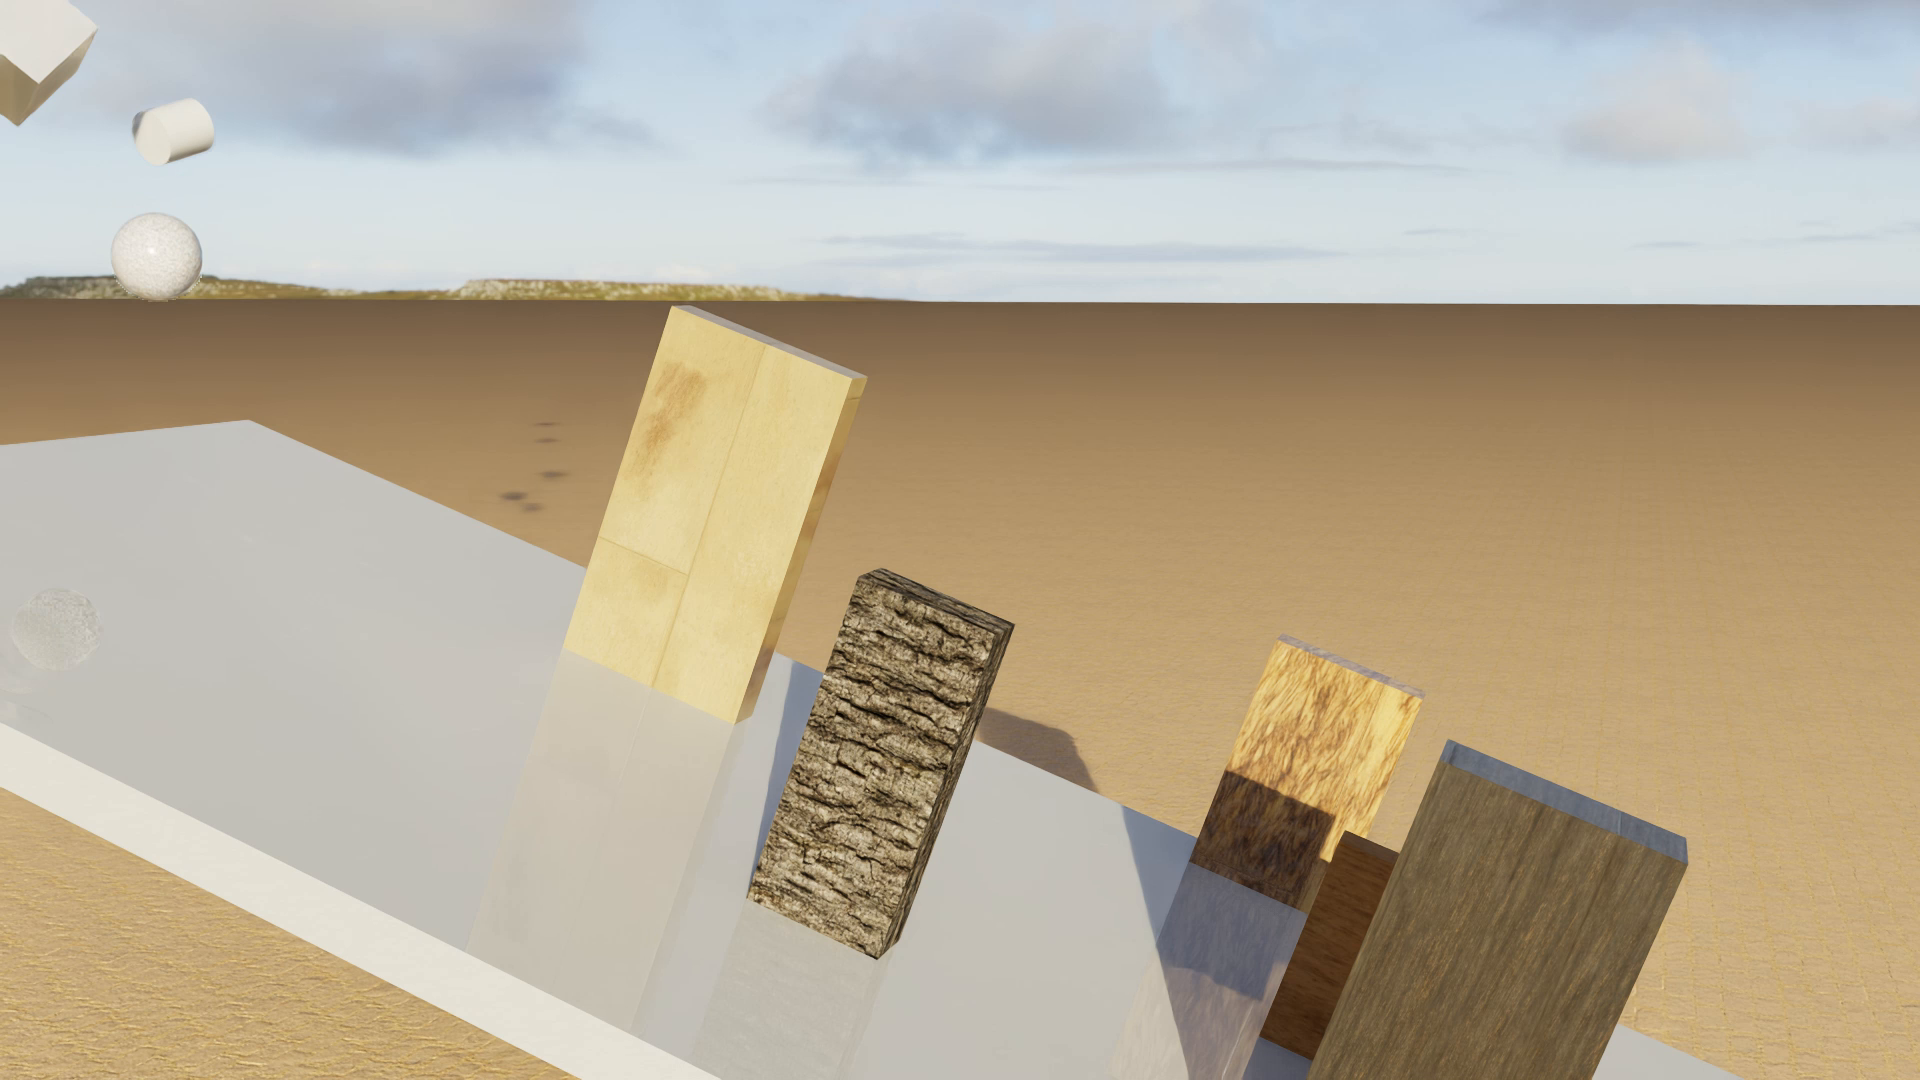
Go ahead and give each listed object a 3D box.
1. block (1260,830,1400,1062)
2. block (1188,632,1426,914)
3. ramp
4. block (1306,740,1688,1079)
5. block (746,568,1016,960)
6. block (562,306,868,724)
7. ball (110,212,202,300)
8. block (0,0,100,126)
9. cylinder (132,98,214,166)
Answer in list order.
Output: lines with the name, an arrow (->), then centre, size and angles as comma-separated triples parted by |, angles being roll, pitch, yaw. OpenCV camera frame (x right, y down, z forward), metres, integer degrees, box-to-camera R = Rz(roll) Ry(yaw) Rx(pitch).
block -> 0.813, 0.797, 3.967 | 0.421, 0.401, 0.084 | 23, 13, 13
block -> 0.751, 0.516, 4.771 | 0.331, 0.535, 0.089 | 23, 13, 13
ramp -> -0.331, 0.603, 4.209 | 4.000, 0.100, 2.000 | 23, 13, 13
block -> 0.712, 0.730, 3.157 | 0.354, 0.800, 0.146 | 23, 13, 13
block -> -0.139, 0.383, 3.786 | 0.257, 0.611, 0.121 | 23, 13, 13
block -> -0.526, -0.054, 4.673 | 0.425, 0.784, 0.097 | 23, 13, 13
ball -> -1.793, -0.634, 4.910 | 0.195, 0.195, 0.195 | 0, 7, 0
block -> -1.854, -0.975, 4.331 | 0.186, 0.186, 0.186 | -29, 26, 51
cylinder -> -1.737, -0.901, 4.855 | 0.122, 0.122, 0.122 | 4, 25, 32
